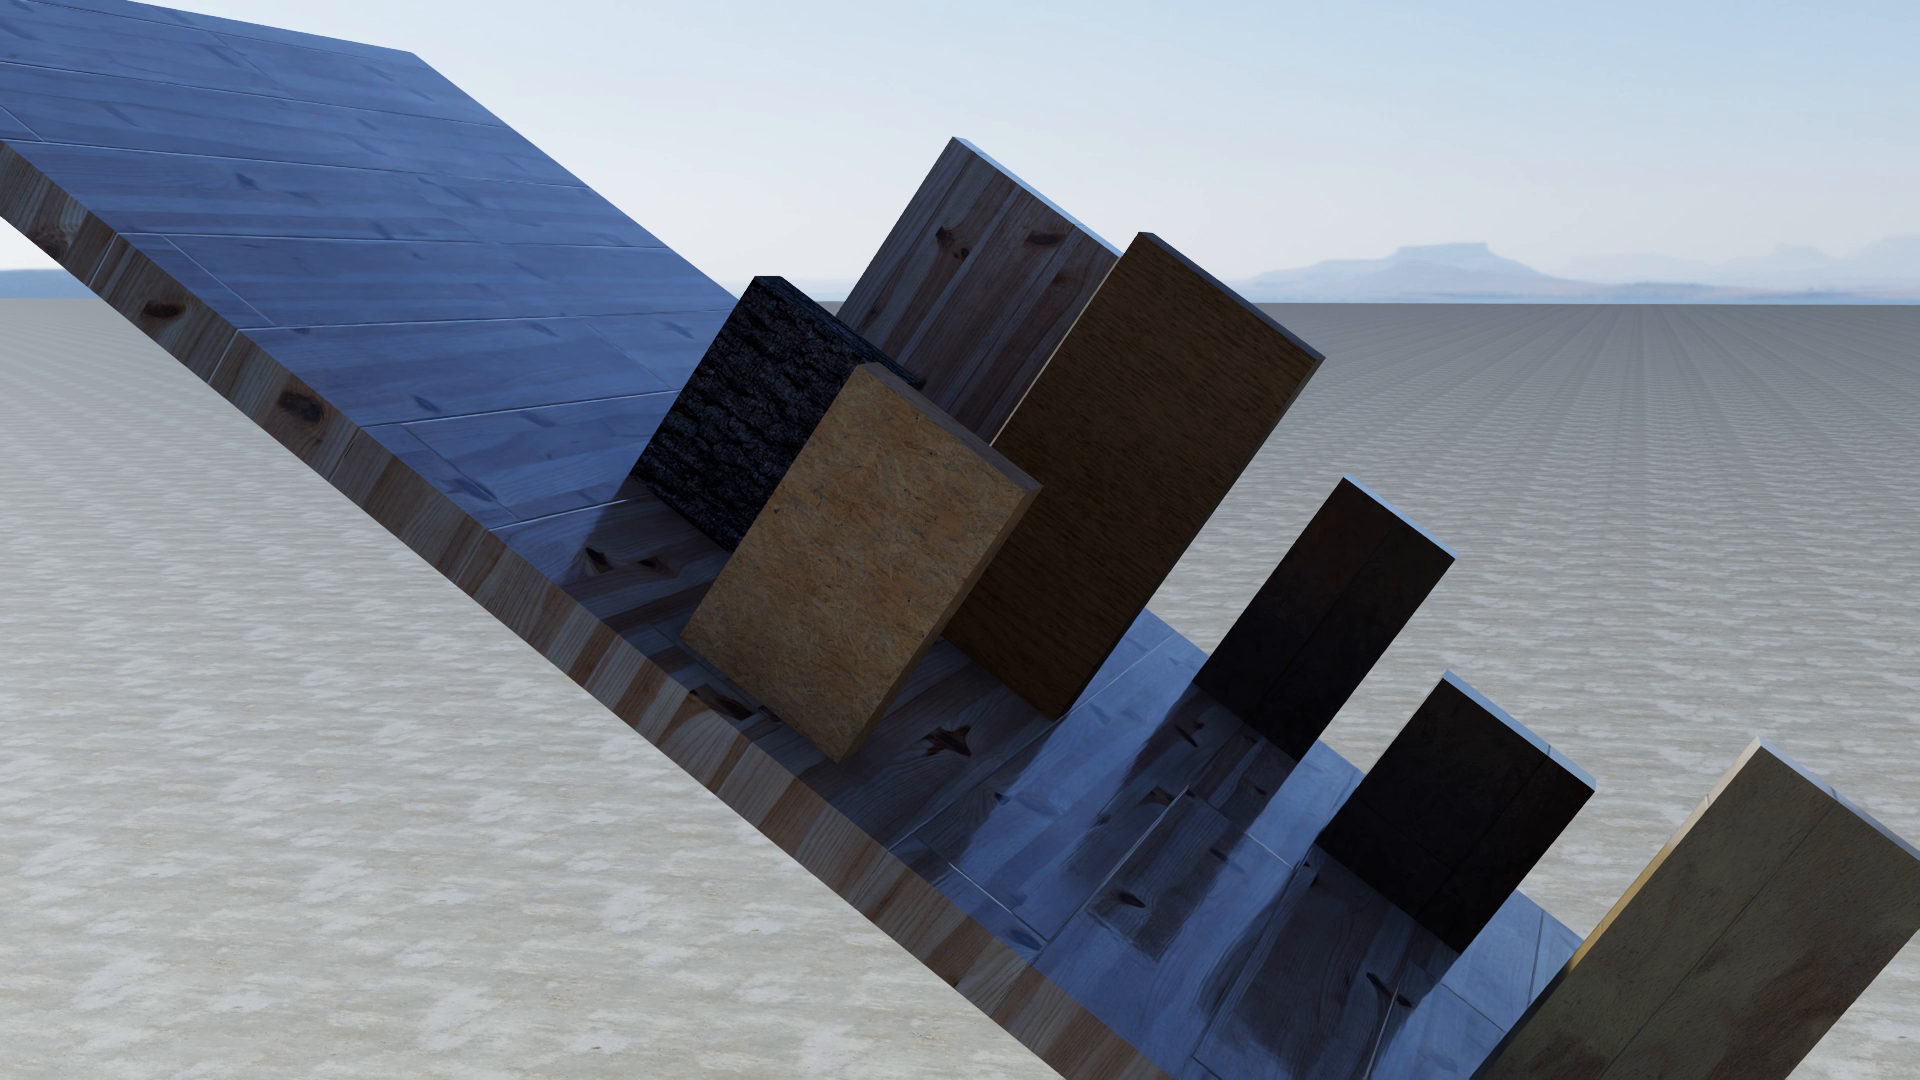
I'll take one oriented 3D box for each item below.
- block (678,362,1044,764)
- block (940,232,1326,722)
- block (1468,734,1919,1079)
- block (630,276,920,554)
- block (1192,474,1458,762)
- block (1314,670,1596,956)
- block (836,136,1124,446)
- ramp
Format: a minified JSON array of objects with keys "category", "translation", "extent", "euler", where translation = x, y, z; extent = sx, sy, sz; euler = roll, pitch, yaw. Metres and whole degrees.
[{"category":"block","translation":[-0.149,0.033,3.219],"extent":[0.306,0.498,0.091],"euler":[37,16,10]},{"category":"block","translation":[0.255,-0.109,3.916],"extent":[0.378,0.797,0.115],"euler":[37,16,10]},{"category":"block","translation":[1.086,0.694,3.288],"extent":[0.328,0.768,0.084],"euler":[37,16,10]},{"category":"block","translation":[-0.314,-0.188,3.707],"extent":[0.306,0.409,0.115],"euler":[37,16,10]},{"category":"block","translation":[0.766,0.165,4.631],"extent":[0.283,0.544,0.086],"euler":[37,16,10]},{"category":"block","translation":[0.943,0.518,4.198],"extent":[0.344,0.409,0.100],"euler":[37,16,10]},{"category":"block","translation":[-0.027,-0.409,4.443],"extent":[0.414,0.683,0.094],"euler":[37,16,10]},{"category":"ramp","translation":[-0.090,0.162,4.082],"extent":[4.000,0.100,2.000],"euler":[37,16,10]}]
